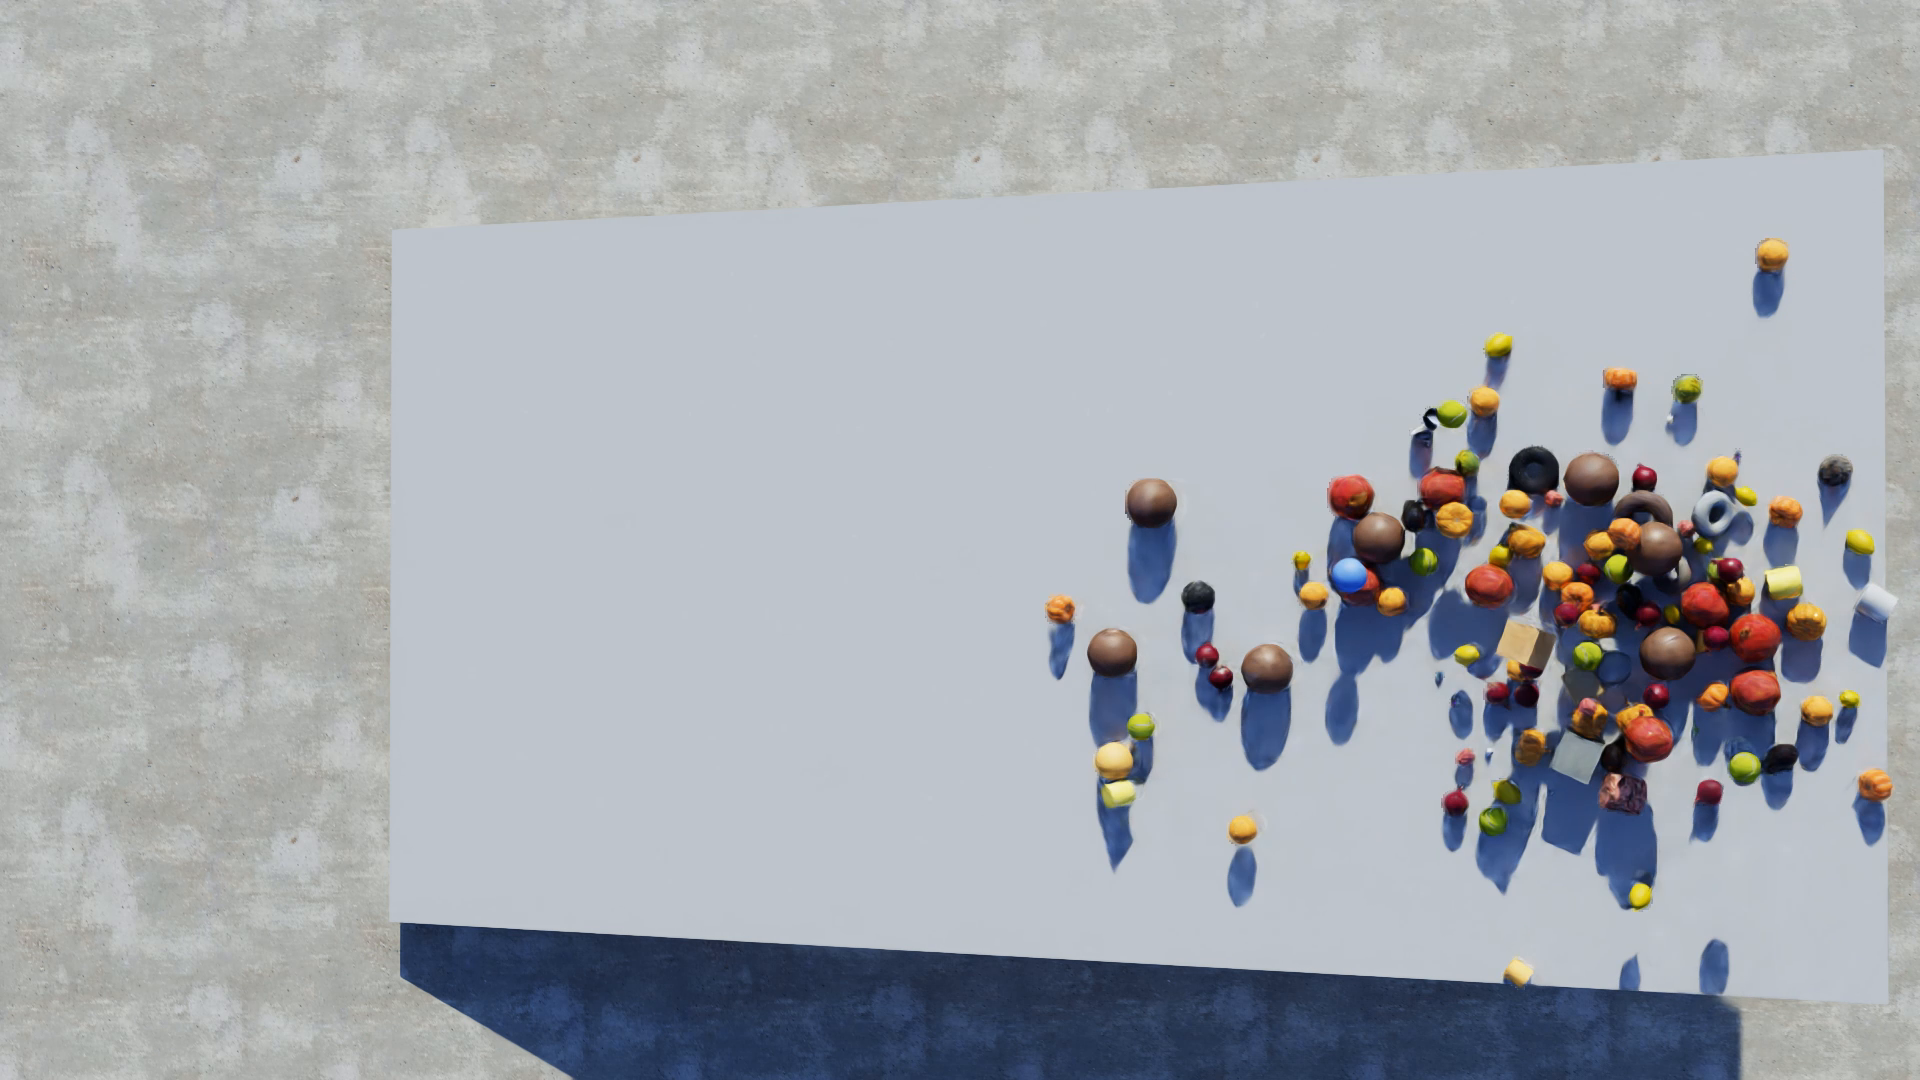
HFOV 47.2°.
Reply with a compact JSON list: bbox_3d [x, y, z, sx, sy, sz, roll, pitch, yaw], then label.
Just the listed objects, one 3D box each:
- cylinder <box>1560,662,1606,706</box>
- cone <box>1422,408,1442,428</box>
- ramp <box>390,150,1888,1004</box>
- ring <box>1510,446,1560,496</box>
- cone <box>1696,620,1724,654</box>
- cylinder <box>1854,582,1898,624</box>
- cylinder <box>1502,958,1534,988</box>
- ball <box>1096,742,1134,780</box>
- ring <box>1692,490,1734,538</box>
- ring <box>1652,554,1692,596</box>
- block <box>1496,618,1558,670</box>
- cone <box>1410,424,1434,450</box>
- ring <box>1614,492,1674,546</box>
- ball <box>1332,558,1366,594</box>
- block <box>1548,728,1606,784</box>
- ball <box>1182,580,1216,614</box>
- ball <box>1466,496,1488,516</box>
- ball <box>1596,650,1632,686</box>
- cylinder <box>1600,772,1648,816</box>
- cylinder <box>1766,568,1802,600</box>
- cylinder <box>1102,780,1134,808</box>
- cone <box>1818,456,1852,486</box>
[{"bbox_3d":[1.503,0.347,5.308,0.080,0.080,0.080,-25,82,0],"label":"cylinder"},{"bbox_3d":[1.146,-0.301,5.400,0.050,0.050,0.050,-4,100,-20],"label":"cone"},{"bbox_3d":[0.275,0.093,5.797,4.000,0.100,2.000,0,89,18],"label":"ramp"},{"bbox_3d":[1.402,-0.169,5.369,0.121,0.040,0.121,0,90,16],"label":"ring"},{"bbox_3d":[1.770,0.225,5.234,0.072,0.072,0.072,-21,75,0],"label":"cone"},{"bbox_3d":[2.132,0.147,5.117,0.069,0.069,0.069,33,89,15],"label":"cylinder"},{"bbox_3d":[1.359,1.054,5.357,0.053,0.053,0.053,35,89,14],"label":"cylinder"},{"bbox_3d":[0.396,0.569,5.649,0.097,0.097,0.097,0,89,0],"label":"ball"},{"bbox_3d":[1.786,-0.060,5.218,0.116,0.039,0.116,-5,103,-24],"label":"ring"},{"bbox_3d":[1.700,0.083,5.253,0.034,0.101,0.101,0,89,-37],"label":"ring"},{"bbox_3d":[1.326,0.246,5.150,0.087,0.087,0.087,23,95,43],"label":"block"},{"bbox_3d":[1.157,-0.248,5.447,0.063,0.063,0.063,-24,101,0],"label":"cone"},{"bbox_3d":[1.638,-0.052,5.270,0.141,0.047,0.141,12,118,24],"label":"ring"},{"bbox_3d":[0.946,0.087,5.346,0.085,0.085,0.085,0,89,0],"label":"ball"},{"bbox_3d":[1.488,0.520,5.301,0.098,0.098,0.098,24,97,16],"label":"block"},{"bbox_3d":[0.606,0.146,5.593,0.086,0.086,0.086,0,89,0],"label":"ball"},{"bbox_3d":[1.271,-0.085,5.404,0.050,0.050,0.050,0,89,0],"label":"ball"},{"bbox_3d":[1.571,0.307,5.285,0.085,0.085,0.085,0,89,0],"label":"ball"},{"bbox_3d":[1.587,0.608,5.263,0.086,0.086,0.086,13,89,1],"label":"cylinder"},{"bbox_3d":[1.939,0.102,5.176,0.073,0.073,0.073,-2,89,27],"label":"cylinder"},{"bbox_3d":[0.404,0.651,5.629,0.062,0.062,0.062,-12,89,-22],"label":"cylinder"},{"bbox_3d":[2.045,-0.175,5.136,0.074,0.074,0.074,-7,69,19],"label":"cone"}]
